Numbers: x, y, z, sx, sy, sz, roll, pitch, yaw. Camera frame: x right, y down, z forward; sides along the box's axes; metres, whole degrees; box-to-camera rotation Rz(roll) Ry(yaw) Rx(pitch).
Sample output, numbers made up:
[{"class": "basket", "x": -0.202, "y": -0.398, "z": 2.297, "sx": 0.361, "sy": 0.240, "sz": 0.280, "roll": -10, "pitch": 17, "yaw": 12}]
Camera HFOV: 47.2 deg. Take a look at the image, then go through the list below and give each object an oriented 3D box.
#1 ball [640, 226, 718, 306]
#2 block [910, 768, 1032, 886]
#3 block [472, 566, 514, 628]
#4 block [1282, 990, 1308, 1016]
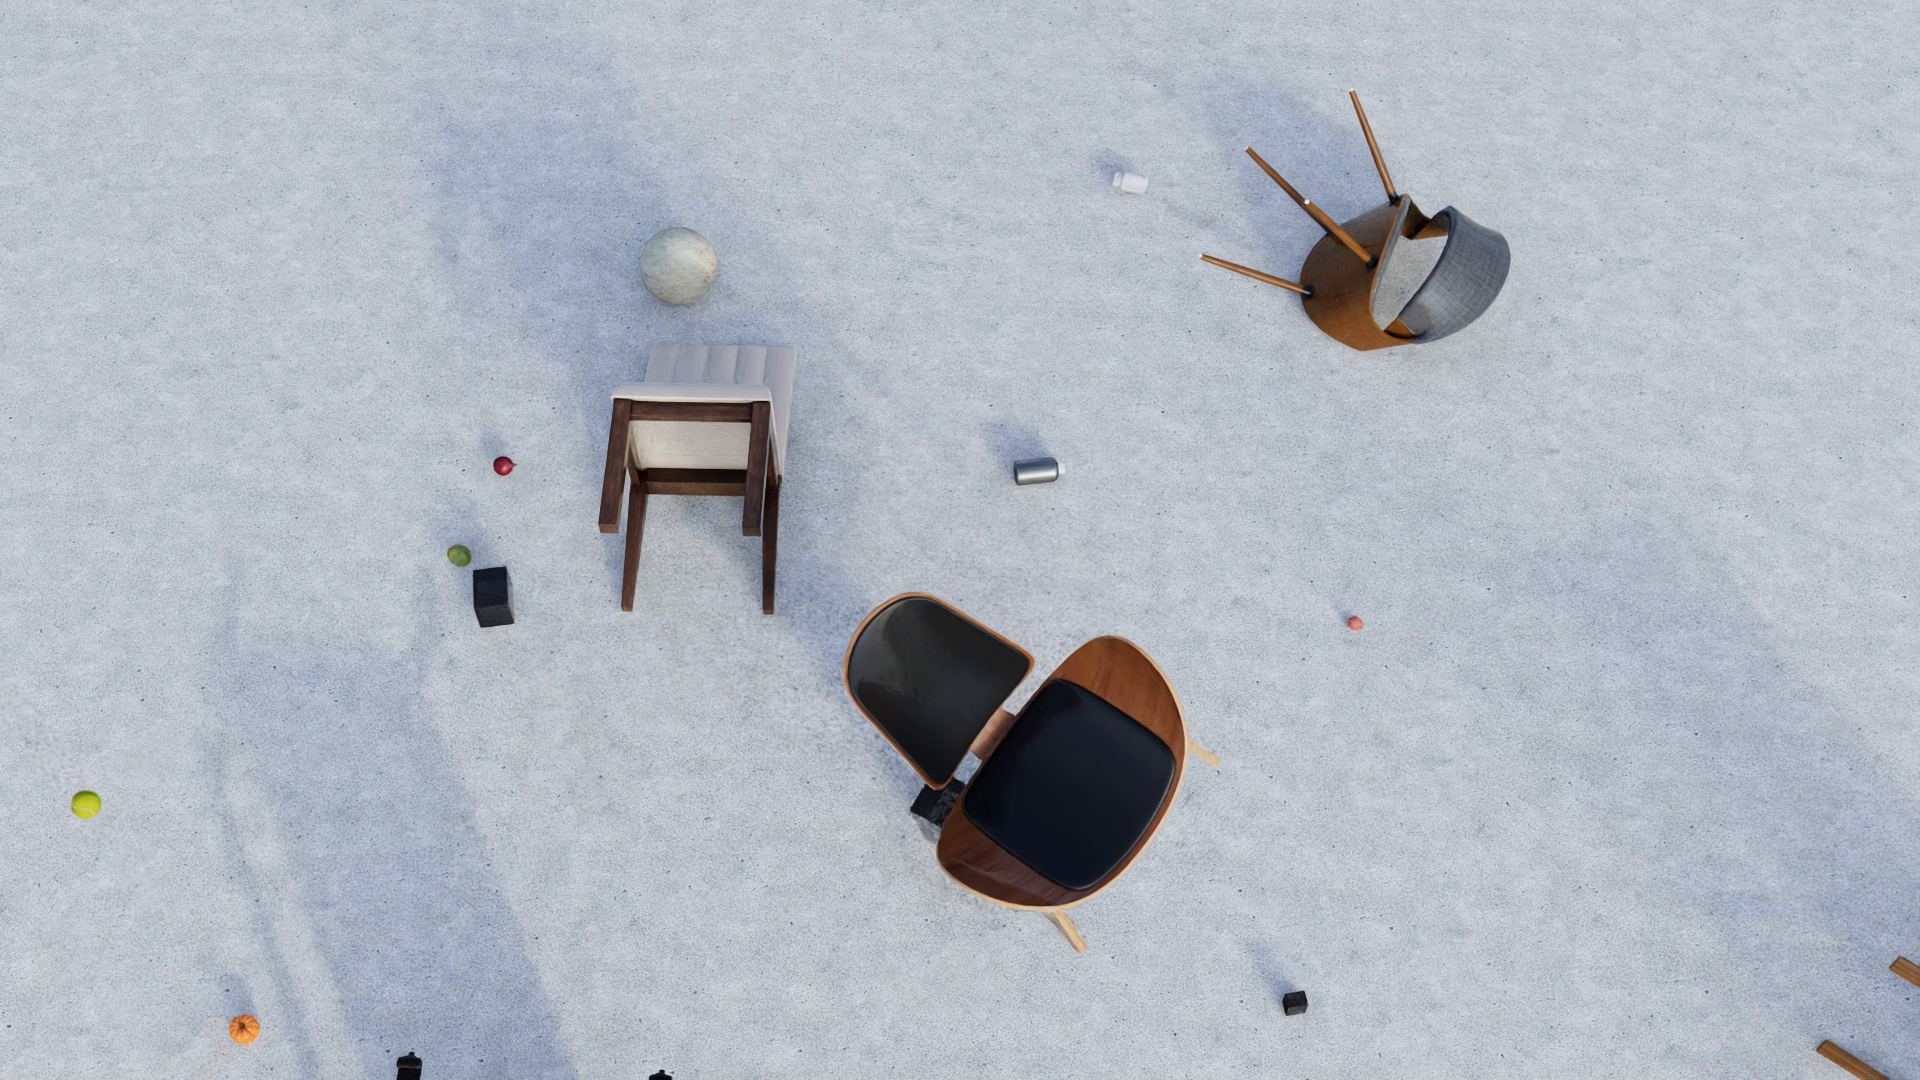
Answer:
[{"class": "ball", "x": -0.897, "y": -0.874, "z": 7.010, "sx": 0.249, "sy": 0.249, "sz": 0.249, "roll": 0, "pitch": 56, "yaw": 0}, {"class": "block", "x": 0.033, "y": 0.767, "z": 5.864, "sx": 0.264, "sy": 0.302, "sz": 0.133, "roll": 28, "pitch": 74, "yaw": 17}, {"class": "block", "x": -1.356, "y": 0.166, "z": 6.396, "sx": 0.098, "sy": 0.110, "sz": 0.131, "roll": -7, "pitch": 56, "yaw": -5}, {"class": "block", "x": 0.873, "y": 1.207, "z": 5.729, "sx": 0.052, "sy": 0.058, "sz": 0.039, "roll": -8, "pitch": 57, "yaw": -5}]
